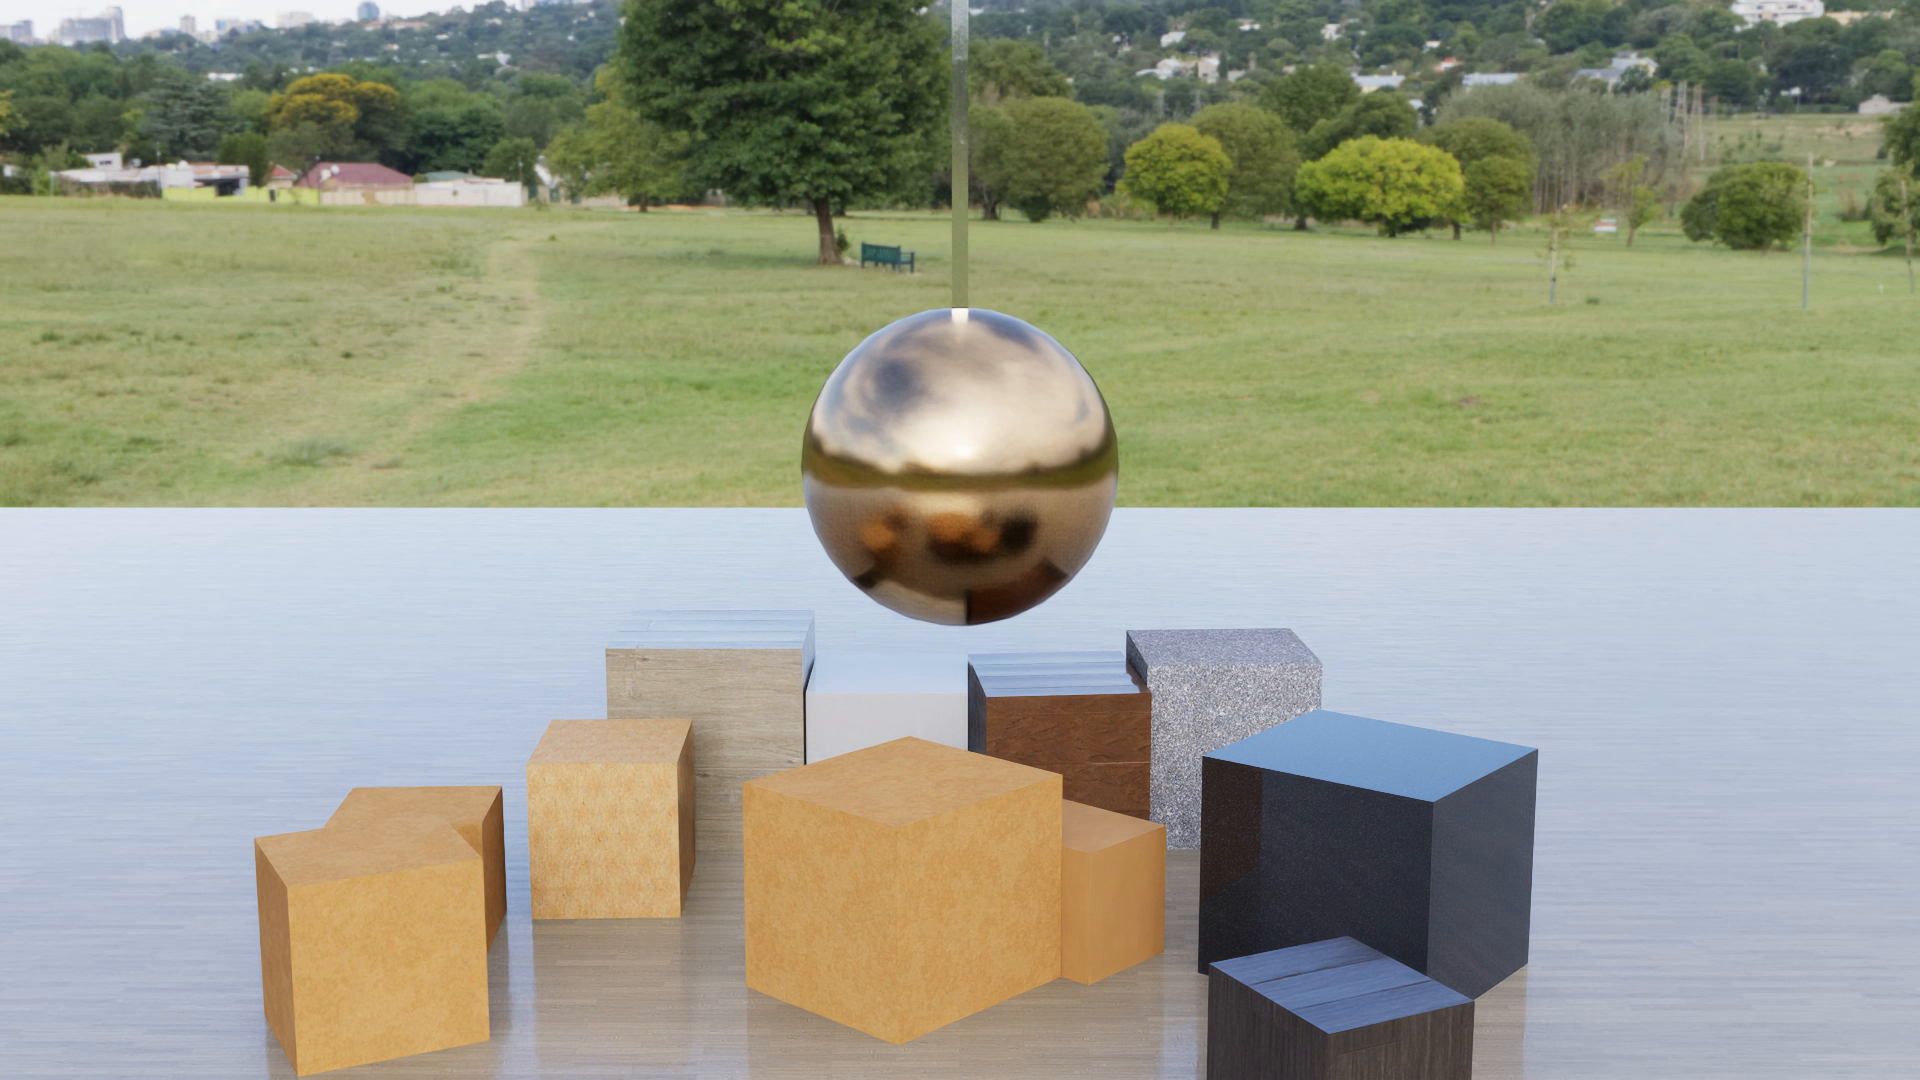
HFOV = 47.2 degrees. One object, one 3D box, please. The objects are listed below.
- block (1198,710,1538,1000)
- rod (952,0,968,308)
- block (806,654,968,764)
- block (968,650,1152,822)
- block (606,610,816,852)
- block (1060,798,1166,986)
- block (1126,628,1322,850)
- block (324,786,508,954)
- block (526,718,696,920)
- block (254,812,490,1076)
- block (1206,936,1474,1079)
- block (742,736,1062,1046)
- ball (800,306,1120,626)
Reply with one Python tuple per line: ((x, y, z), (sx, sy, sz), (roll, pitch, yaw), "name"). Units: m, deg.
((1.736, 1.367, 9.364), (1.059, 0.960, 0.980), (8, 13, 38), "block")
((0.000, -3.719, 10.470), (0.080, 5.200, 0.080), (0, 10, 0), "rod")
((-0.363, 1.079, 11.386), (0.803, 0.803, 0.832), (0, 10, 0), "block")
((0.488, 1.089, 11.207), (0.811, 0.848, 0.905), (-1, 10, -5), "block")
((-1.259, 0.963, 11.362), (0.968, 1.040, 0.925), (0, 10, 0), "block")
((0.496, 1.520, 9.593), (0.599, 0.577, 0.524), (9, 14, 42), "block")
((1.338, 1.011, 11.350), (0.873, 0.951, 0.800), (-1, 10, -3), "block")
((-2.416, 1.469, 9.818), (0.672, 0.596, 0.567), (0, 10, -3), "block")
((-1.630, 1.300, 10.375), (0.678, 0.731, 0.786), (0, 10, -2), "block")
((-2.342, 1.585, 8.747), (0.742, 0.752, 0.674), (-5, 12, -27), "block")
((1.318, 1.842, 7.701), (0.610, 0.621, 0.706), (-5, 12, -27), "block")
((-0.235, 1.429, 9.216), (0.895, 0.891, 0.985), (9, 14, 42), "block")
((0.000, -0.366, 11.035), (1.600, 1.600, 1.600), (0, 10, 0), "ball")
